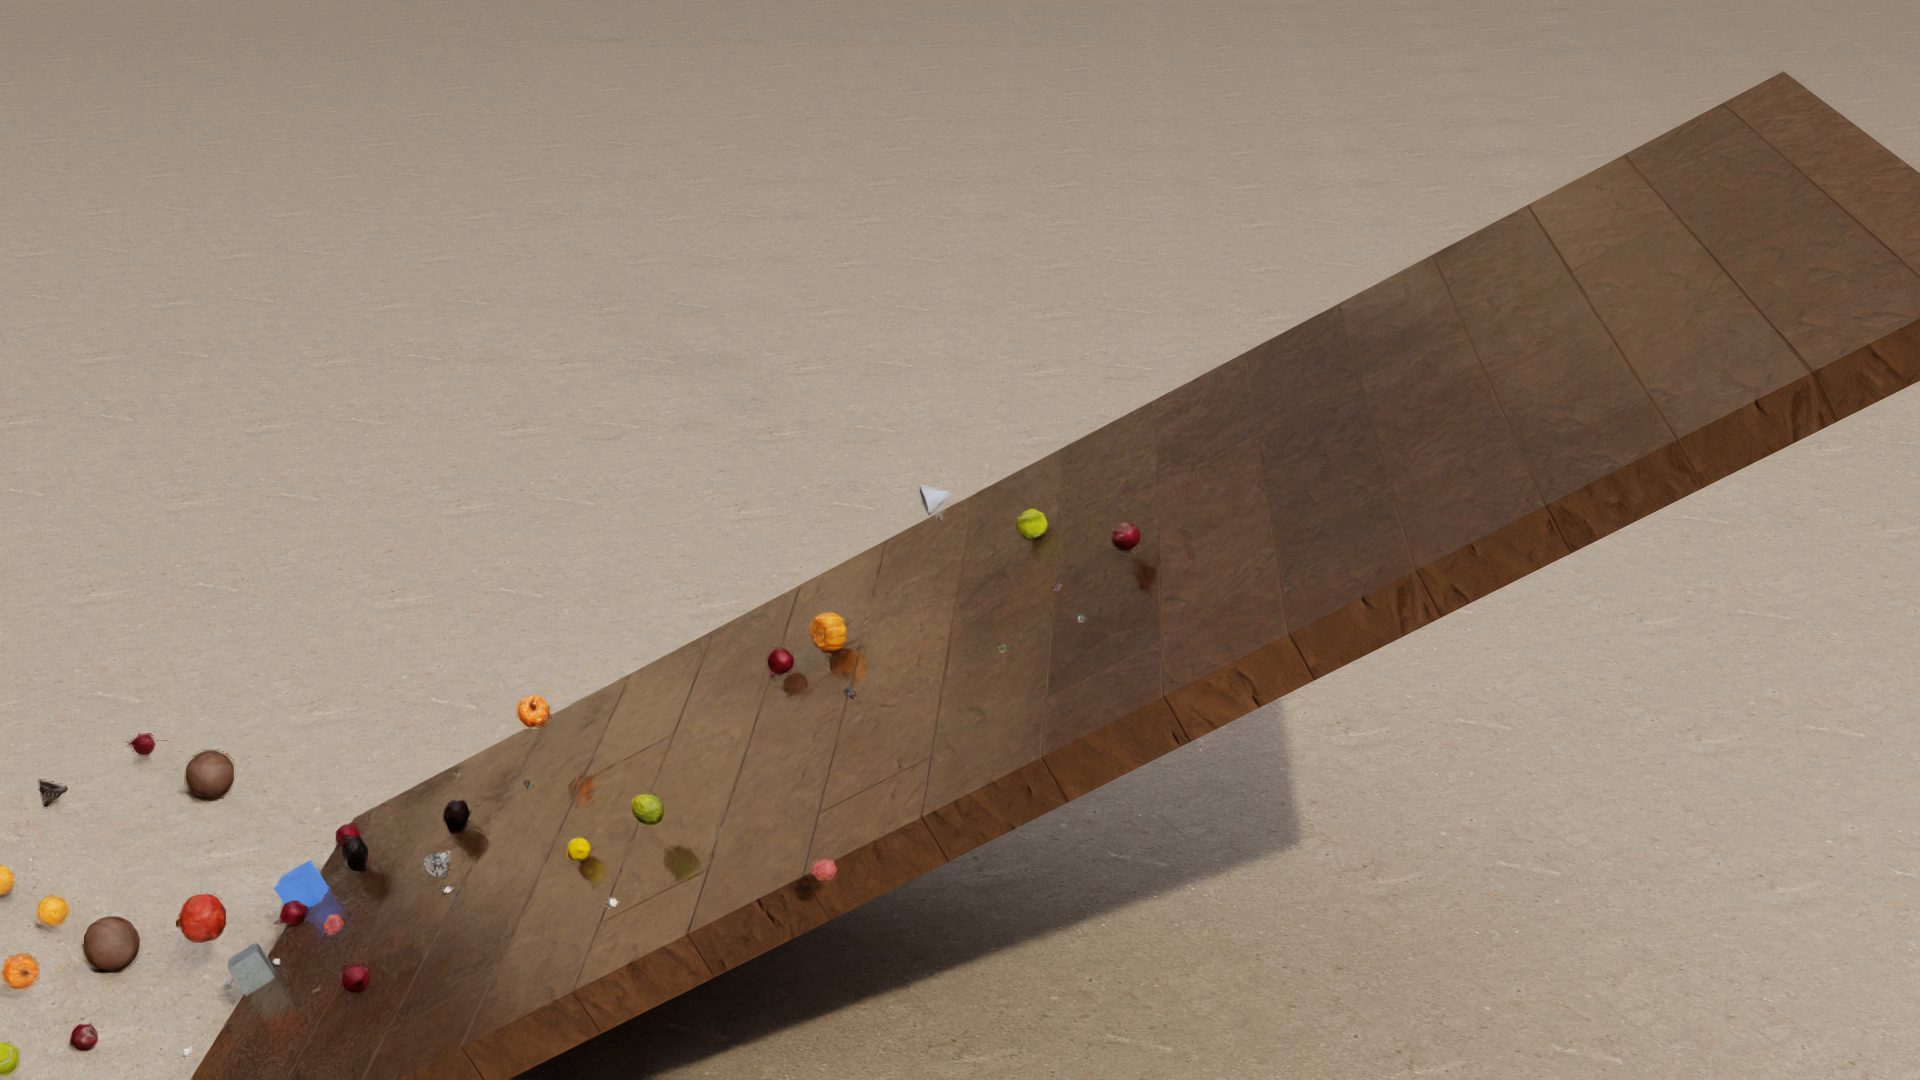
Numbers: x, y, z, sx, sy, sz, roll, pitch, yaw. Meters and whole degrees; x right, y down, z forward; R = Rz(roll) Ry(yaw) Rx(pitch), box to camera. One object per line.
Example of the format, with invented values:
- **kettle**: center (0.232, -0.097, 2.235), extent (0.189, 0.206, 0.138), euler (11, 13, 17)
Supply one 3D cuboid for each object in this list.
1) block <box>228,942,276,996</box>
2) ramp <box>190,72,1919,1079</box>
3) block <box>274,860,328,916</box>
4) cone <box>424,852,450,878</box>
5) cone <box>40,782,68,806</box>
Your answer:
- **block**: center (-1.607, 0.973, 6.671), extent (0.076, 0.076, 0.076), euler (-32, 14, -7)
- **ramp**: center (0.142, 0.167, 6.283), extent (4.000, 0.100, 2.000), euler (-27, 14, 11)
- **block**: center (-1.583, 0.837, 7.073), extent (0.082, 0.082, 0.082), euler (-28, 14, 10)
- **cone**: center (-1.171, 0.720, 6.649), extent (0.060, 0.060, 0.060), euler (8, 32, 23)
- **cone**: center (-2.427, 0.674, 7.899), extent (0.070, 0.070, 0.070), euler (-12, 20, -10)
